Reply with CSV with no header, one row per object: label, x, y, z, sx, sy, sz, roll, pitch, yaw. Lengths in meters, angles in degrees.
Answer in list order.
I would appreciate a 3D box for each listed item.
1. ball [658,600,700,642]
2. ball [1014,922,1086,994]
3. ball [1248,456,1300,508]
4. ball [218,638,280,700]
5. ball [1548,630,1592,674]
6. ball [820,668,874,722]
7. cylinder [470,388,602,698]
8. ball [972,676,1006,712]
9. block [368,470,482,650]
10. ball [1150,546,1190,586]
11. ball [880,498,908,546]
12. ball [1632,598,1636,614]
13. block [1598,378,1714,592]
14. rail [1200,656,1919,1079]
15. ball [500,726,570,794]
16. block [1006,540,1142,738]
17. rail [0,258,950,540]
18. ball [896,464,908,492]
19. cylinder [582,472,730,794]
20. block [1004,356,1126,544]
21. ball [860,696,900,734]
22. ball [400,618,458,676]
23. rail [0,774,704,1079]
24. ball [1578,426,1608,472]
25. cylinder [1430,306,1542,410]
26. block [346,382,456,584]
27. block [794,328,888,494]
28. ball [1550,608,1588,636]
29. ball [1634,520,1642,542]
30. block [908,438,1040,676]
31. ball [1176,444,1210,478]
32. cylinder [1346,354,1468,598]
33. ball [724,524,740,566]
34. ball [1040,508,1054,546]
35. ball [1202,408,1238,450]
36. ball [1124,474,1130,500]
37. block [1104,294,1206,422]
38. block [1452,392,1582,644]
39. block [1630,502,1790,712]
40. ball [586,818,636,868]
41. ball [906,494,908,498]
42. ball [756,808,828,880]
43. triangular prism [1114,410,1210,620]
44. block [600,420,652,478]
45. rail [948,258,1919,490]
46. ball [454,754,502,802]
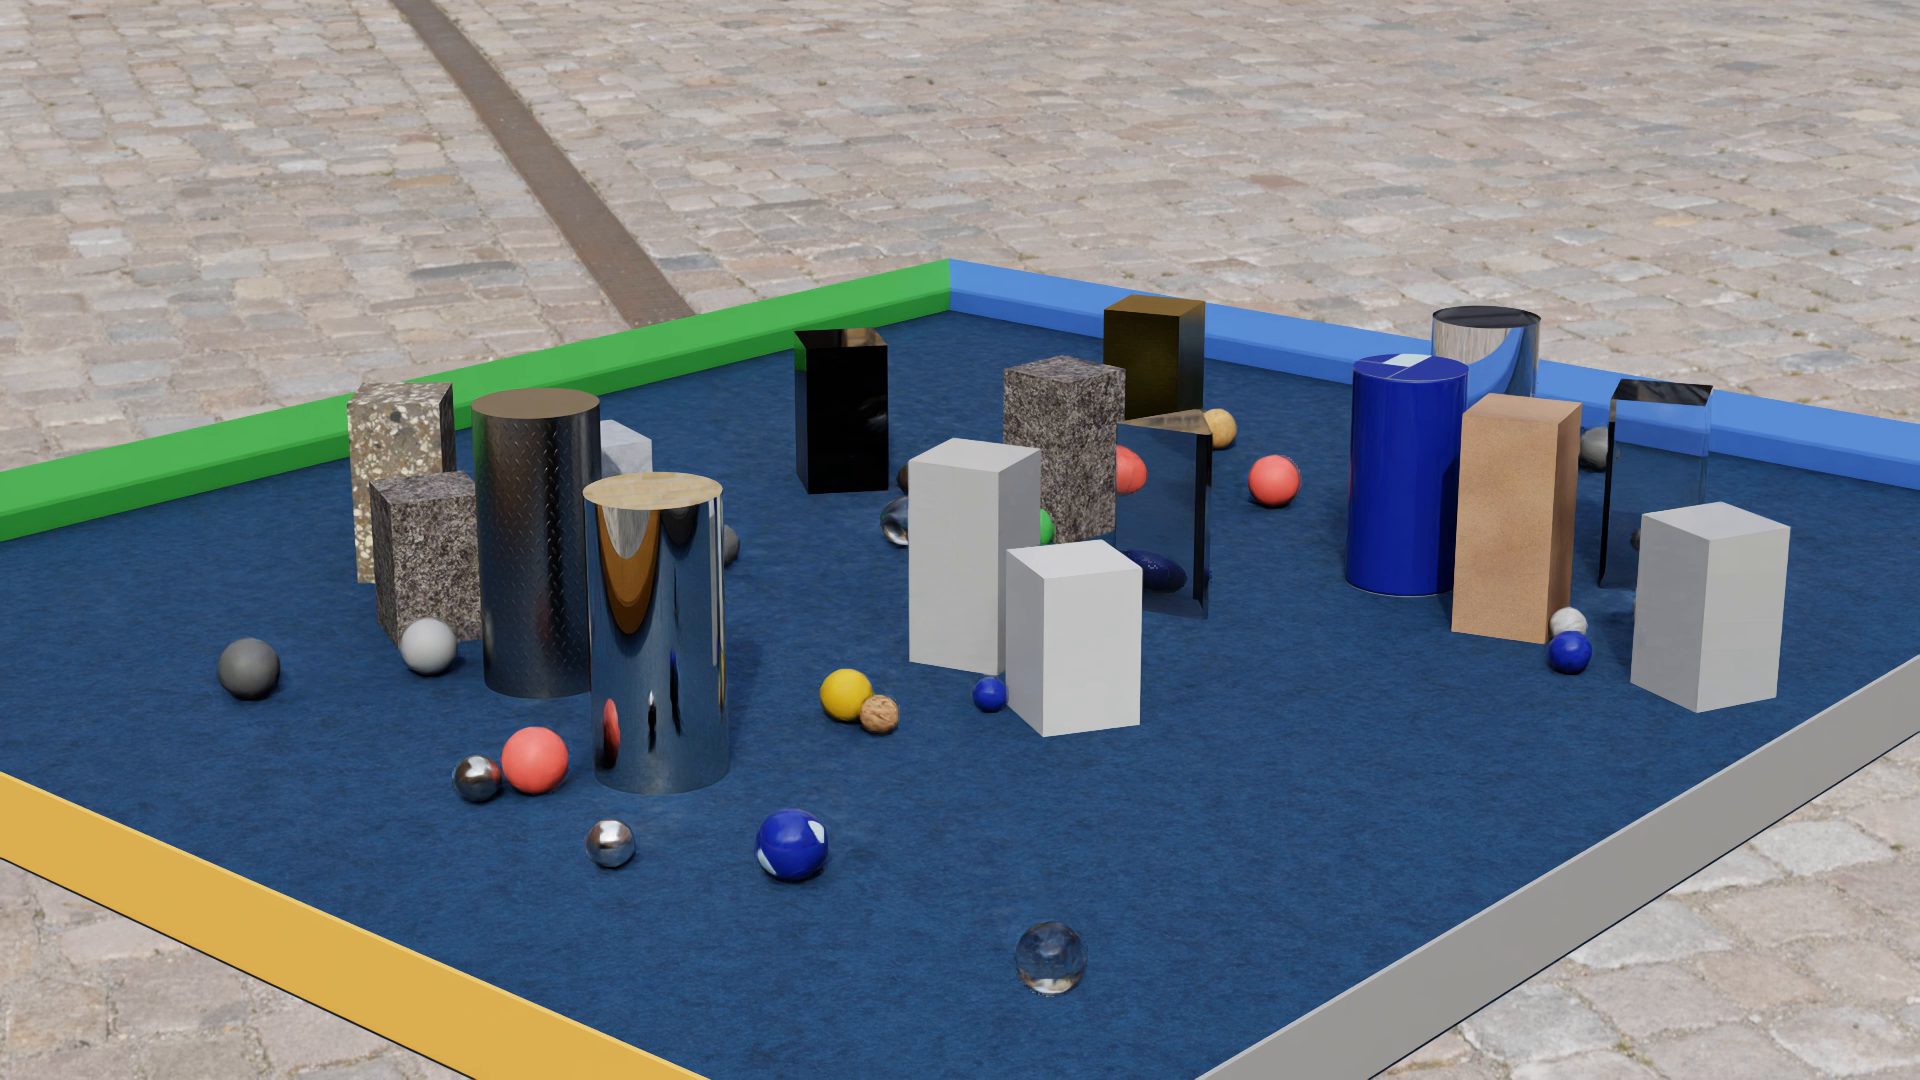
ball,-0.467,0.136,4.882,0.070,0.070,0.070,0,17,0
ball,0.111,0.513,3.600,0.088,0.088,0.088,0,17,0
ball,0.605,-0.114,5.660,0.100,0.100,0.100,0,17,0
ball,-1.119,0.202,4.617,0.097,0.097,0.097,0,17,0
ball,0.987,0.180,4.738,0.070,0.070,0.070,0,17,0
ball,-0.175,0.239,4.519,0.083,0.083,0.083,0,17,0
cylinder,-0.664,0.004,4.654,0.200,0.456,0.200,0,17,0
ball,0.046,0.240,4.566,0.054,0.054,0.054,0,17,0
block,-0.887,0.032,4.917,0.160,0.250,0.160,-7,18,-22
ball,0.371,0.047,5.179,0.070,0.070,0.070,0,17,0
ball,-0.104,-0.035,5.396,0.088,0.088,0.088,0,17,0
ball,1.173,0.113,4.981,0.059,0.059,0.059,0,17,0
block,1.227,-0.094,5.172,0.160,0.344,0.160,6,18,18
rail,1.159,0.323,4.156,0.045,0.130,3.503,14,22,39
ball,-0.613,0.318,4.232,0.098,0.098,0.098,0,17,0
block,0.174,0.150,4.522,0.160,0.252,0.160,-6,18,-19
rail,-1.159,-0.258,6.083,0.045,0.130,3.503,14,22,39
ball,-0.093,-0.122,5.754,0.062,0.062,0.062,0,17,0
cylinder,-0.441,0.134,4.268,0.200,0.429,0.200,0,17,0
block,0.194,-0.170,5.484,0.160,0.309,0.160,16,23,43
ball,-0.123,0.266,4.467,0.060,0.060,0.060,0,17,0
ball,-0.856,0.172,4.727,0.091,0.091,0.091,0,17,0
rail,-1.133,0.409,3.870,3.116,0.130,0.045,14,22,39
ball,1.289,-0.182,5.902,0.092,0.092,0.092,0,17,0
cylinder,0.980,-0.225,5.515,0.200,0.397,0.200,0,17,0
block,-0.990,-0.103,5.233,0.160,0.327,0.160,0,17,-1
block,-0.235,-0.257,5.801,0.160,0.293,0.160,-3,17,-11
ball,1.012,0.143,4.875,0.062,0.062,0.062,0,17,0
ball,1.272,-0.015,5.426,0.047,0.047,0.047,0,17,0
block,0.025,0.025,4.782,0.160,0.341,0.160,8,19,25
ball,0.467,-0.159,5.868,0.067,0.067,0.067,0,17,0
cylinder,0.786,-0.115,5.164,0.200,0.389,0.200,0,17,0
ball,-0.437,0.010,5.283,0.081,0.081,0.081,0,17,0
ball,0.127,-0.020,5.368,0.089,0.089,0.089,0,17,0
ball,0.533,-0.231,6.076,0.084,0.084,0.084,0,17,0
ball,0.293,-0.102,5.668,0.074,0.074,0.074,0,17,0
block,0.394,-0.321,5.964,0.160,0.321,0.160,7,18,22
block,0.935,-0.038,4.927,0.160,0.378,0.160,8,18,24
block,1.181,0.104,4.624,0.160,0.281,0.160,-8,19,-25
ball,-0.474,0.411,3.978,0.066,0.066,0.066,0,17,0
ball,-0.056,-0.075,5.548,0.091,0.091,0.091,0,17,0
ball,-0.225,0.408,3.932,0.098,0.098,0.098,0,17,0
triangular prism,0.377,-0.051,5.059,0.173,0.326,0.150,9,19,26
block,-0.627,-0.024,4.989,0.160,0.316,0.160,-10,19,-29
rail,1.133,-0.344,6.369,3.116,0.130,0.045,14,22,39
ball,-0.692,0.341,4.206,0.067,0.067,0.067,0,17,0
